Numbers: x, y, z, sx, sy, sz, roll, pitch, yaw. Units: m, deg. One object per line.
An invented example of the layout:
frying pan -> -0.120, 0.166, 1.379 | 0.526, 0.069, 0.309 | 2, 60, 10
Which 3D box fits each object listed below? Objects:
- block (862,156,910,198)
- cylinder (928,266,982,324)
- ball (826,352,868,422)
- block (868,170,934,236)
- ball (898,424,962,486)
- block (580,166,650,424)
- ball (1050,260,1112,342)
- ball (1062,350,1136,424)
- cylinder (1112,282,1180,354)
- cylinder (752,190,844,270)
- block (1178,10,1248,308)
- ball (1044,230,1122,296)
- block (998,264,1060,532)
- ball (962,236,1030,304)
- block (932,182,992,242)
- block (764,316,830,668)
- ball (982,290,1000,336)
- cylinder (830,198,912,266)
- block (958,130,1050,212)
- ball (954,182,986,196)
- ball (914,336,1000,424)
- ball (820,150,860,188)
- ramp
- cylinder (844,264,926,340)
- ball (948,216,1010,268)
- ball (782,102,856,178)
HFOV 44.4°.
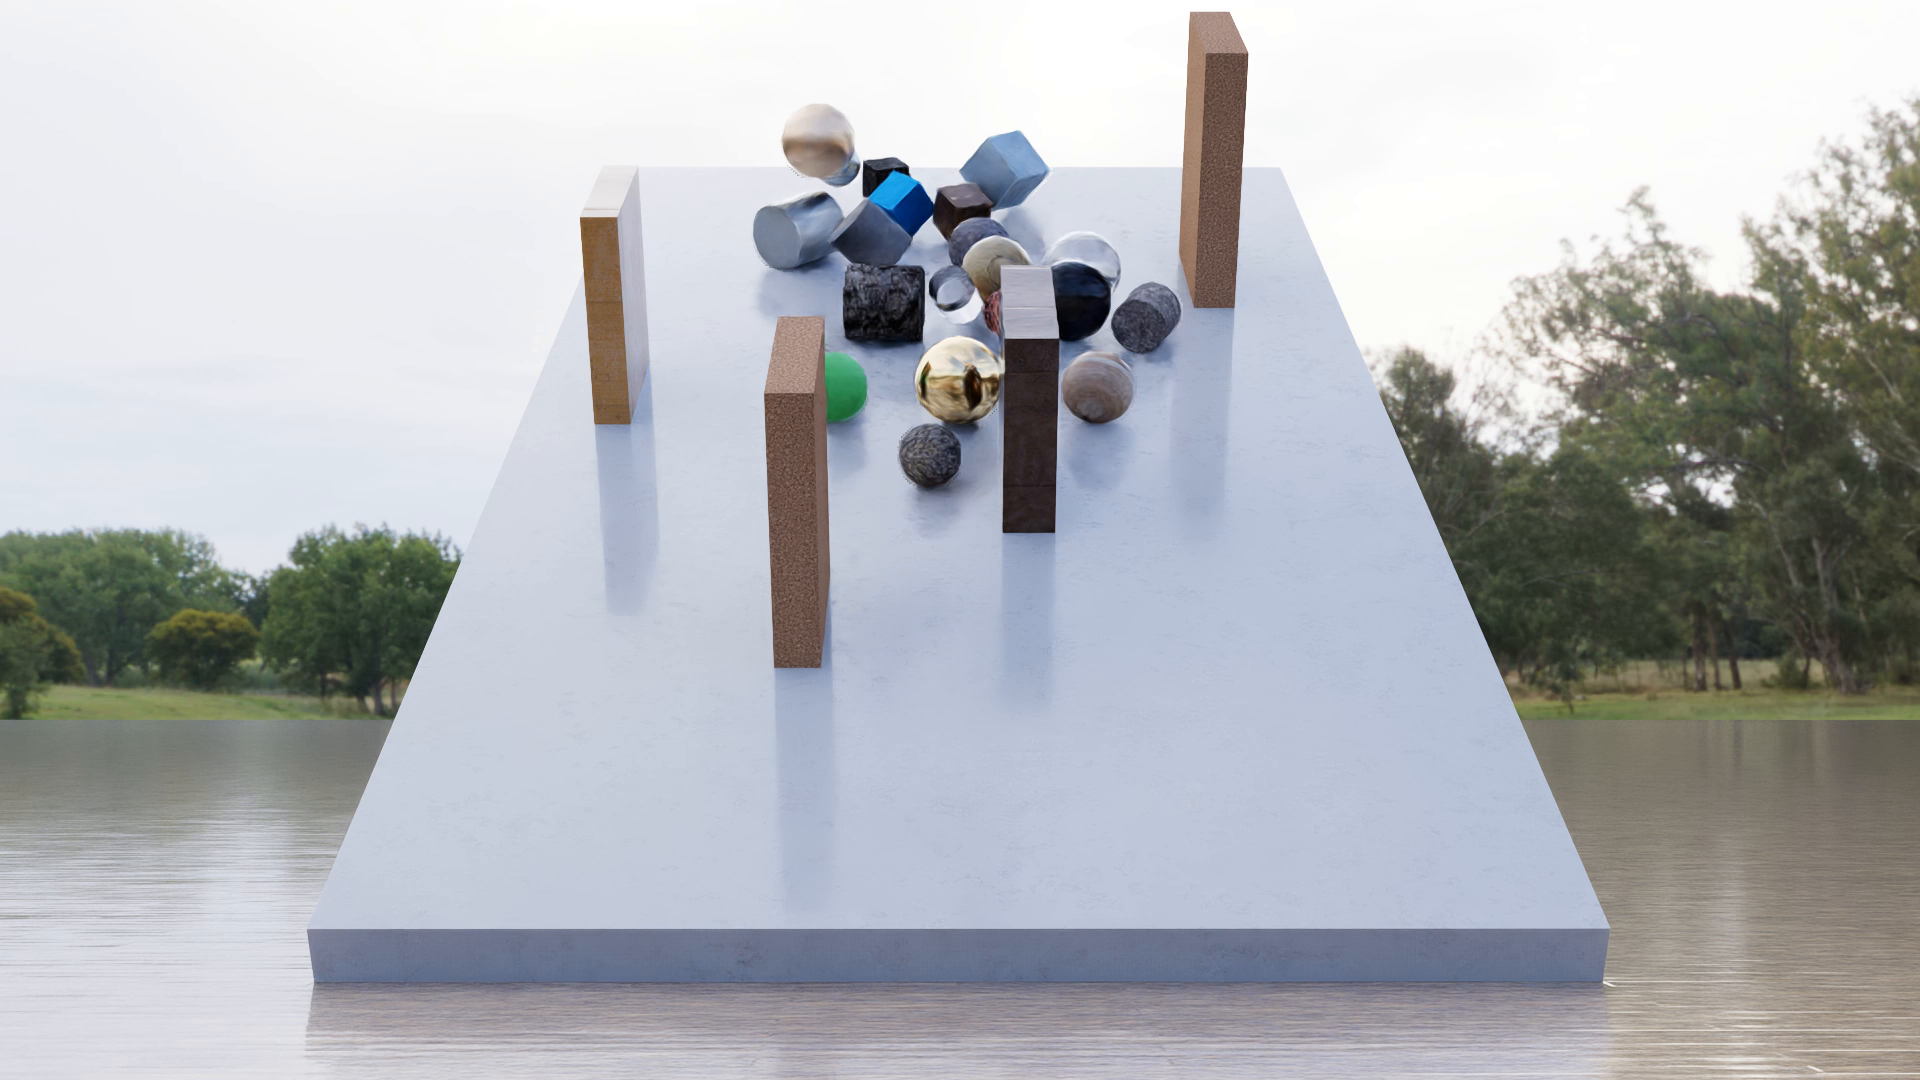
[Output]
block -> -0.217, -1.052, 6.896 | 0.107, 0.107, 0.107 | -11, 28, -22
cylinder -> -0.012, -0.612, 5.877 | 0.108, 0.108, 0.108 | -1, -22, 18
ball -> -0.290, -0.351, 5.384 | 0.159, 0.159, 0.159 | 0, -4, 0
block -> -0.162, -0.941, 6.597 | 0.117, 0.117, 0.117 | 32, -16, 44
ball -> -0.064, -0.183, 5.064 | 0.136, 0.136, 0.136 | 0, -4, 0
block -> -0.796, -0.572, 5.454 | 0.083, 0.494, 0.391 | 0, 26, 0
ball -> 0.276, -0.595, 5.843 | 0.203, 0.203, 0.203 | 0, -4, 0
ball -> 0.315, -0.350, 5.374 | 0.169, 0.169, 0.169 | 0, -4, 0
cylinder -> 0.461, -0.550, 5.826 | 0.138, 0.138, 0.138 | -2, 23, 24
cylinder -> -0.434, -0.840, 6.371 | 0.179, 0.179, 0.179 | -4, 16, 45
block -> 0.658, -0.998, 6.146 | 0.106, 0.665, 0.447 | 0, 26, 0
ball -> 0.313, -0.691, 6.042 | 0.203, 0.203, 0.203 | 0, -4, 0
block -> 0.142, -0.305, 4.981 | 0.110, 0.430, 0.446 | 0, 26, 0
ball -> 0.092, -0.683, 5.992 | 0.179, 0.179, 0.179 | 0, -4, 0
block -> 0.005, -0.912, 6.569 | 0.115, 0.115, 0.115 | -12, 43, -26
block -> -0.301, -0.094, 4.406 | 0.087, 0.547, 0.386 | 0, 26, 0
ball -> 0.116, -0.569, 5.884 | 0.119, 0.119, 0.119 | 0, -4, 0
cylinder -> -0.232, -0.781, 6.123 | 0.154, 0.154, 0.154 | 41, -18, -15
block -> 0.128, -1.061, 6.766 | 0.154, 0.154, 0.154 | -23, -16, -48
ball -> 0.017, -0.965, 6.707 | 0.115, 0.115, 0.115 | 0, -4, 0
ball -> -0.002, -0.364, 5.364 | 0.202, 0.202, 0.202 | 0, -4, 0
ball -> -0.355, -1.092, 6.823 | 0.137, 0.137, 0.137 | 0, -4, 0
ramp -> -0.010, -0.229, 5.431 | 2.000, 0.100, 4.000 | 0, 26, 0
cylinder -> -0.187, -0.591, 5.850 | 0.185, 0.185, 0.185 | 2, -4, 4
ball -> 0.053, -0.775, 6.255 | 0.168, 0.168, 0.168 | 0, -4, 0
ball -> -0.384, -1.084, 6.389 | 0.202, 0.202, 0.202 | 0, -4, 0
